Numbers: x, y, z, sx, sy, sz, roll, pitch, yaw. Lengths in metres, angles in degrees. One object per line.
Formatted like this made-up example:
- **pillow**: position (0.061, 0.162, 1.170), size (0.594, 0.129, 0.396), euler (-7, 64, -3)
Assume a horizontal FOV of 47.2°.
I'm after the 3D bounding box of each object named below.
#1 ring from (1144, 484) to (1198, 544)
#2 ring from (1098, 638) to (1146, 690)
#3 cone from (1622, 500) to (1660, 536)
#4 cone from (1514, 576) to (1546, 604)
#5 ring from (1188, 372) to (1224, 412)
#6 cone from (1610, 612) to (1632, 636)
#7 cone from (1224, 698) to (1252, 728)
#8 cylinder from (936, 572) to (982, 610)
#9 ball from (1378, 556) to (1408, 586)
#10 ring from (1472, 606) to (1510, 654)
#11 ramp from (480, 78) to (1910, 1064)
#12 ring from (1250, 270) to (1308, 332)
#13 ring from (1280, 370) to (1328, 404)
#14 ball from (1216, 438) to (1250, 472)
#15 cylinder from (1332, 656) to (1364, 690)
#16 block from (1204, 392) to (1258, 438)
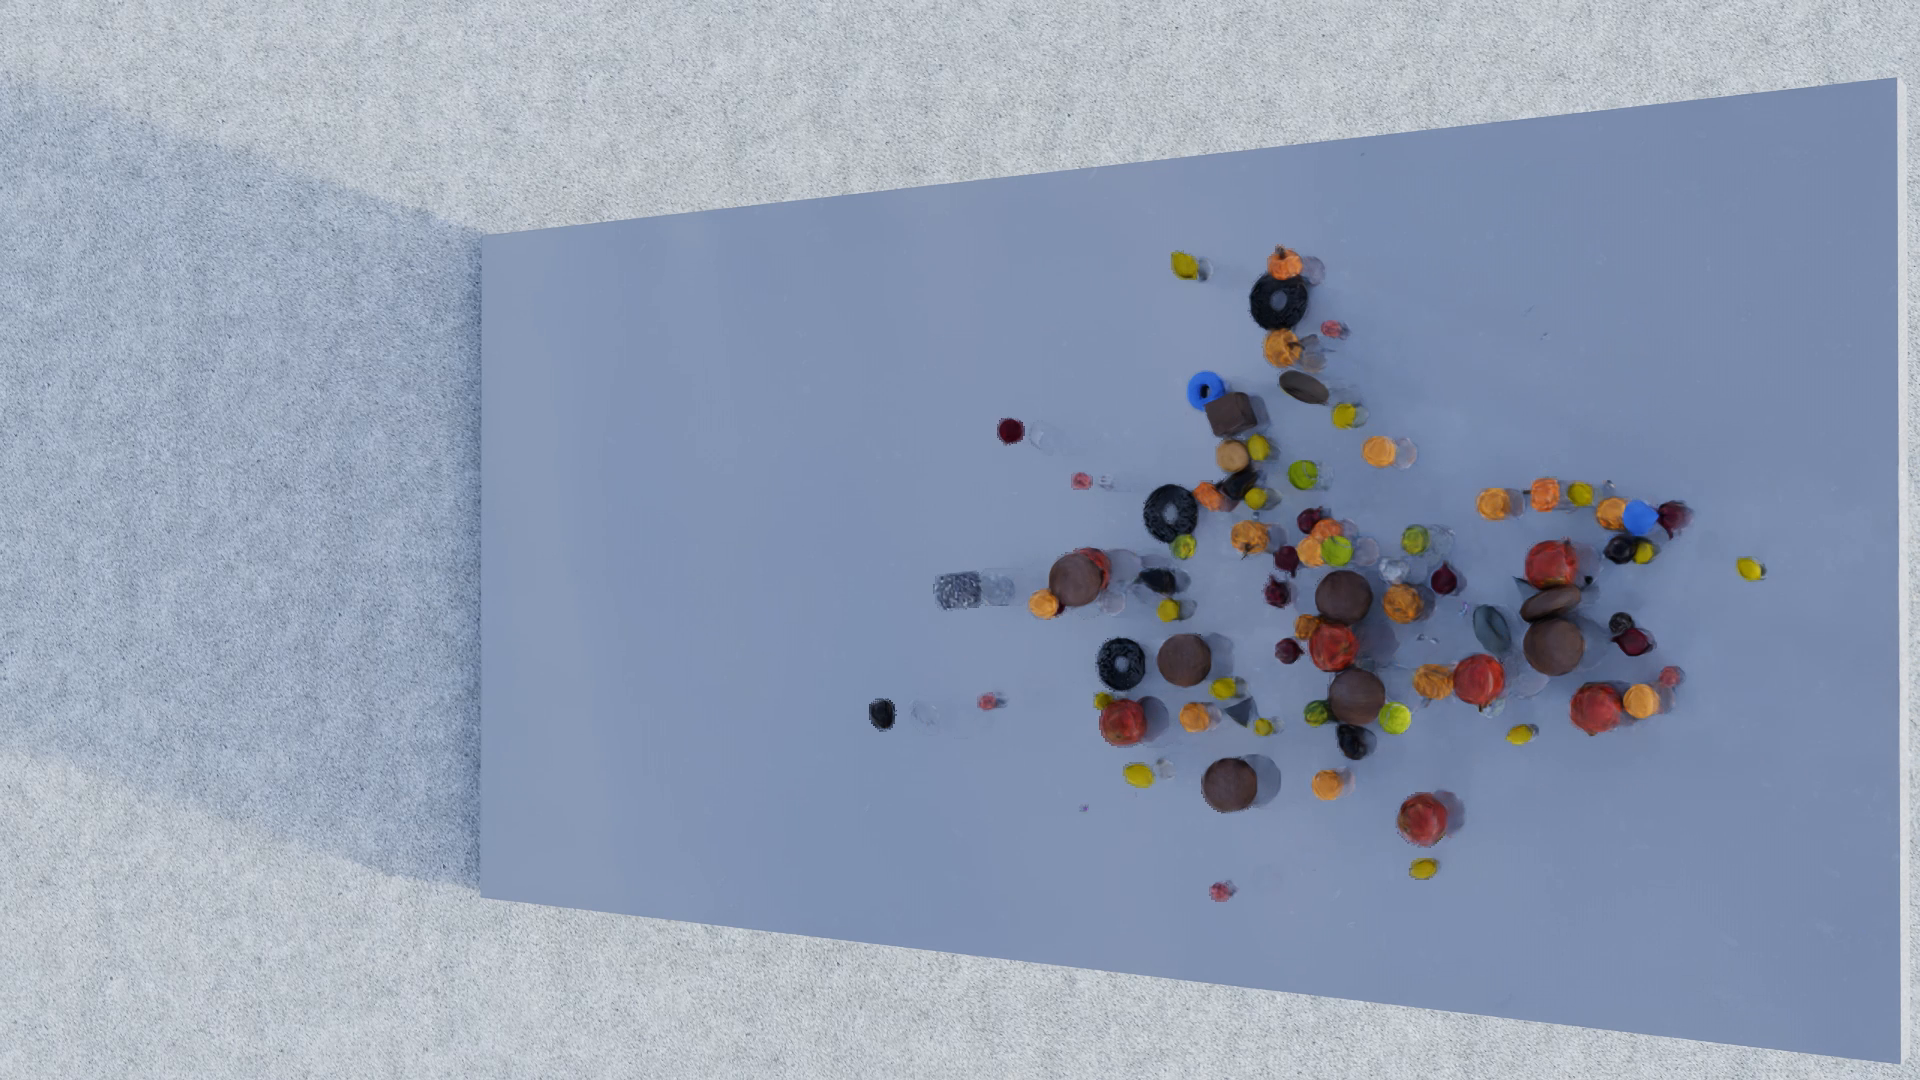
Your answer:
- **ring**: position (0.511, -0.063, 5.336), size (0.143, 0.048, 0.143), euler (-1, 88, 34)
- **ring**: position (0.397, 0.305, 5.409), size (0.131, 0.044, 0.131), euler (1, 91, 32)
- **cone**: position (1.464, -0.050, 4.673), size (0.077, 0.077, 0.077), euler (2, 85, -18)
- **cone**: position (1.241, 0.104, 4.833), size (0.067, 0.067, 0.067), euler (-45, 80, 0)
- **ring**: position (0.591, -0.358, 5.295), size (0.097, 0.032, 0.097), euler (-1, 89, 32)
- **cone**: position (1.413, 0.181, 4.737), size (0.053, 0.053, 0.053), euler (-1, 88, 40)
- **cone**: position (0.676, 0.399, 5.234), size (0.067, 0.067, 0.067), euler (39, 82, 0)
- **cylinder**: position (-0.003, 0.129, 5.586), size (0.087, 0.087, 0.087), euler (-7, 89, -28)
- **ball**: position (0.982, 0.069, 4.984), size (0.067, 0.067, 0.067), euler (0, 90, 0)
- **ring**: position (1.174, 0.198, 4.858), size (0.038, 0.114, 0.114), euler (-31, 89, 37)
- **ramp**: position (0.255, 0.070, 5.590), size (4.000, 0.100, 2.000), euler (0, 89, 33)
- **ring**: position (0.750, -0.564, 5.183), size (0.147, 0.049, 0.147), euler (-1, 88, 34)
- **ring**: position (0.793, -0.351, 5.073), size (0.121, 0.121, 0.040), euler (27, 83, 0)
- **ball**: position (0.649, -0.200, 5.227), size (0.081, 0.081, 0.081), euler (0, 90, 0)
- **cylinder**: position (0.892, 0.307, 5.066), size (0.066, 0.066, 0.066), euler (4, 99, 0)
- **block**: position (0.645, -0.298, 5.231), size (0.080, 0.080, 0.080), euler (-26, 76, 30)
